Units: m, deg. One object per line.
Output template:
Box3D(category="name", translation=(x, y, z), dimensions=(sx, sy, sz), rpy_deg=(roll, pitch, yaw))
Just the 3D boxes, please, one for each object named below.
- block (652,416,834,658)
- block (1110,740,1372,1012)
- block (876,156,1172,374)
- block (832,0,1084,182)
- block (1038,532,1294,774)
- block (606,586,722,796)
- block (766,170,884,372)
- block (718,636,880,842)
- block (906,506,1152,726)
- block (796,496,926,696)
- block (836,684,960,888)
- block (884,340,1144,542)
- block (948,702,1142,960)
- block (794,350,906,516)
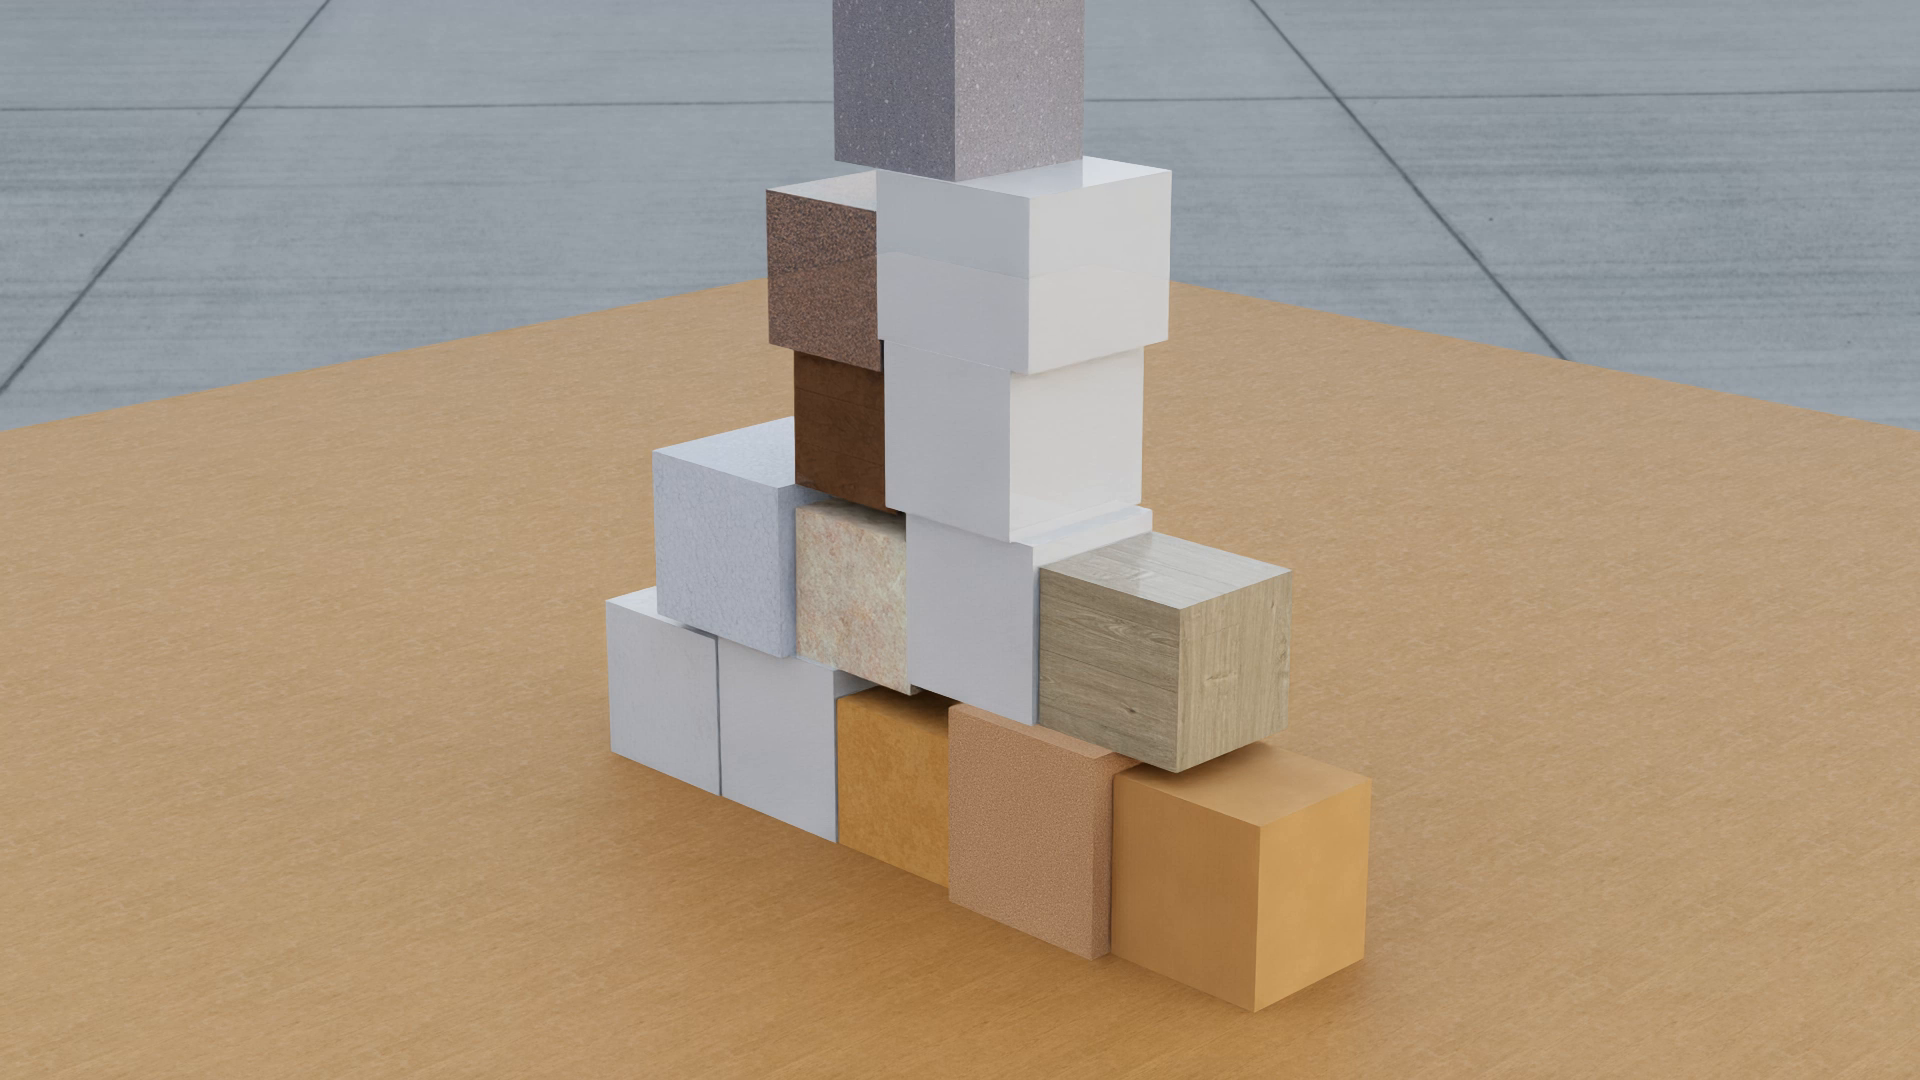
Box3D(category="block", translation=(-0.840, -0.034, 14.198), dimensions=(0.899, 0.828, 0.907), rpy_deg=(-17, 24, -42))
Box3D(category="block", translation=(1.194, 1.396, 12.519), dimensions=(0.736, 0.831, 0.801), rpy_deg=(-17, 24, -42))
Box3D(category="block", translation=(0.273, -1.232, 12.687), dimensions=(0.881, 0.745, 0.910), rpy_deg=(-17, 24, -42))
Box3D(category="block", translation=(-0.005, -2.031, 12.701), dimensions=(0.790, 0.772, 0.745), rpy_deg=(-17, 24, -42))
Box3D(category="block", translation=(0.878, 0.465, 12.571), dimensions=(0.729, 0.719, 0.787), rpy_deg=(-17, 24, -42))
Box3D(category="block", translation=(-1.170, 0.686, 14.813), dimensions=(0.871, 0.810, 0.844), rpy_deg=(-17, 24, -42))
Box3D(category="block", translation=(-0.334, -1.238, 13.274), dimensions=(0.780, 0.711, 0.740), rpy_deg=(-17, 24, -42))
Box3D(category="block", translation=(-0.591, 0.844, 14.223), dimensions=(0.806, 0.862, 0.817), rpy_deg=(-17, 24, -42))
Box3D(category="block", translation=(0.307, 0.255, 13.079), dimensions=(0.765, 0.814, 0.776), rpy_deg=(-17, 24, -42))
Box3D(category="block", translation=(-0.236, 0.200, 13.644), dimensions=(0.725, 0.716, 0.766), rpy_deg=(-17, 25, -42))
Box3D(category="block", translation=(-0.007, 1.087, 13.683), dimensions=(0.773, 0.721, 0.821), rpy_deg=(-17, 24, -42))
Box3D(category="block", translation=(0.238, -0.517, 12.918), dimensions=(0.843, 0.755, 0.765), rpy_deg=(-17, 24, -42))
Box3D(category="block", translation=(0.612, 1.165, 13.089), dimensions=(1.005, 0.929, 0.869), rpy_deg=(-17, 24, -42))
Box3D(category="block", translation=(-0.281, -0.569, 13.437), dimensions=(0.671, 0.656, 0.681), rpy_deg=(-17, 25, -42))
